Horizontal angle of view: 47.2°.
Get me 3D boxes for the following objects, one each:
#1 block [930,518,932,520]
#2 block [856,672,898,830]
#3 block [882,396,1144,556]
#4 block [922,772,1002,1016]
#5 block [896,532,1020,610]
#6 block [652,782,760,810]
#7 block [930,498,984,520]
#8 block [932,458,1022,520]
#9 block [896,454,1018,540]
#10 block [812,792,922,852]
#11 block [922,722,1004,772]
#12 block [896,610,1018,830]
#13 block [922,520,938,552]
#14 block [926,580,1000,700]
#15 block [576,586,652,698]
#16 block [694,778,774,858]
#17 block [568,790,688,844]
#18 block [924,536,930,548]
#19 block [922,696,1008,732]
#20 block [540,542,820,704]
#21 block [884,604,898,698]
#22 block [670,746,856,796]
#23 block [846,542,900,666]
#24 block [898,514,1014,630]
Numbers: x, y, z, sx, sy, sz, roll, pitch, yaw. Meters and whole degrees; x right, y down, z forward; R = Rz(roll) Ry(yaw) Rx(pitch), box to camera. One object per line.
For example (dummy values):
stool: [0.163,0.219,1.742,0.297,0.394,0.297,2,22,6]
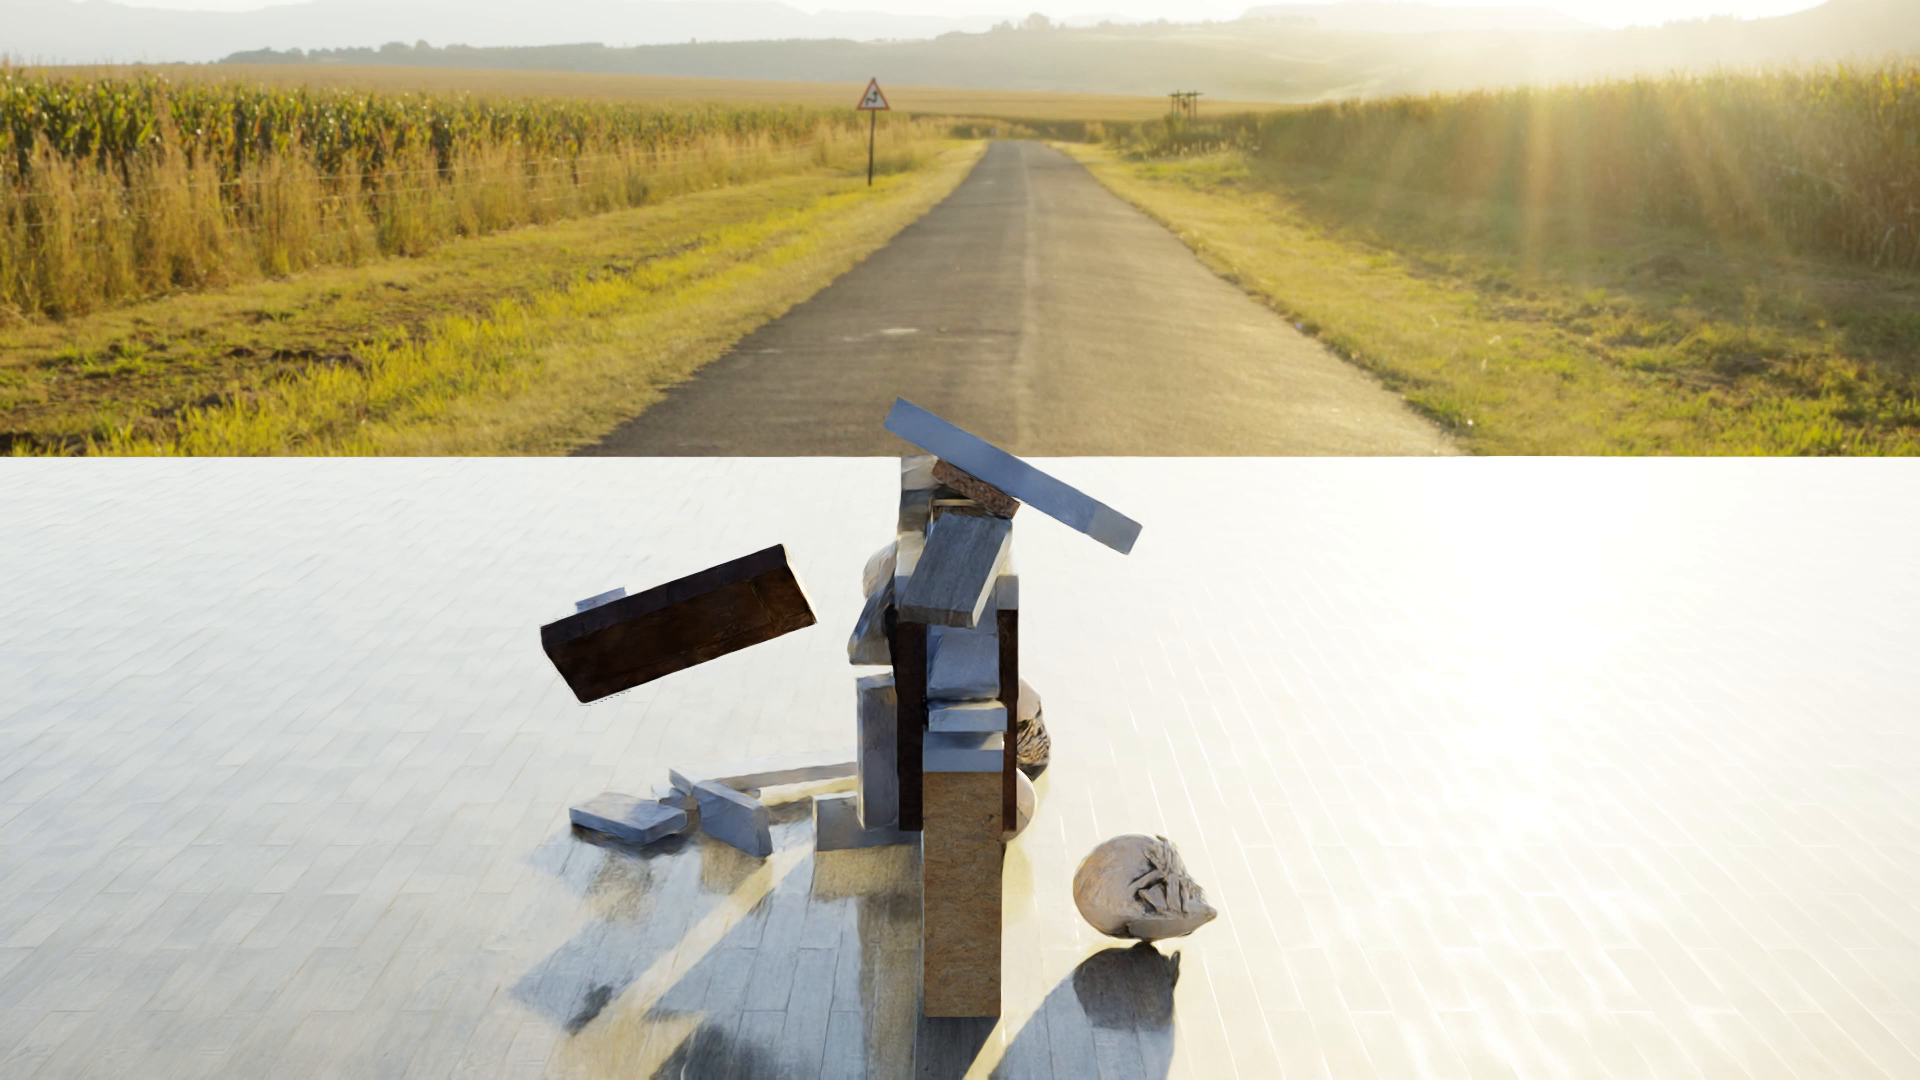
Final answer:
block: [-0.008,-0.023,3.290,0.074,0.021,0.148,0,-3,-2]
block: [-0.104,0.359,3.793,0.143,0.285,0.040,-8,29,-17]
block: [0.075,-0.090,3.123,0.353,0.050,0.176,29,2,26]
block: [0.004,0.495,3.114,0.111,0.388,0.031,0,18,0]
block: [-0.005,0.043,3.307,0.177,0.050,0.354,0,10,0]
block: [-0.483,0.482,4.176,0.193,0.027,0.096,-3,11,-16]
block: [-0.005,-0.044,3.170,0.074,0.021,0.148,0,5,-2]
block: [0.021,-0.073,3.101,0.095,0.027,0.190,28,2,-12]
block: [-0.009,-0.064,3.465,0.176,0.050,0.353,-1,-12,-3]
block: [-0.165,0.496,3.913,0.193,0.096,0.027,-4,11,-19]
block: [0.004,0.280,3.119,0.111,0.031,0.221,0,11,0]
block: [-0.004,0.259,3.256,0.177,0.354,0.050,0,18,0]
block: [-0.004,-0.005,3.187,0.095,0.027,0.190,0,-5,-3]
block: [0.003,0.126,3.056,0.099,0.199,0.028,-1,-34,0]
block: [-0.685,0.201,4.347,0.103,0.205,0.029,-19,-26,-2]
block: [-0.404,0.494,3.910,0.027,0.096,0.193,-21,21,-35]
block: [-0.607,0.505,4.018,0.205,0.029,0.103,9,20,39]
block: [0.000,0.015,3.082,0.095,0.027,0.190,-1,-4,-2]
block: [0.002,0.232,2.972,0.099,0.028,0.411,0,-2,-2]
block: [-0.484,0.147,3.811,0.444,0.176,0.050,-19,50,3]
block: [-0.030,0.242,3.580,0.143,0.289,0.040,-4,18,14]
block: [-0.343,0.443,4.244,0.425,0.029,0.103,-4,12,-30]
block: [-0.080,0.111,3.650,0.143,0.285,0.040,3,51,-21]
block: [-0.004,0.039,2.892,0.099,0.028,0.199,6,38,15]
